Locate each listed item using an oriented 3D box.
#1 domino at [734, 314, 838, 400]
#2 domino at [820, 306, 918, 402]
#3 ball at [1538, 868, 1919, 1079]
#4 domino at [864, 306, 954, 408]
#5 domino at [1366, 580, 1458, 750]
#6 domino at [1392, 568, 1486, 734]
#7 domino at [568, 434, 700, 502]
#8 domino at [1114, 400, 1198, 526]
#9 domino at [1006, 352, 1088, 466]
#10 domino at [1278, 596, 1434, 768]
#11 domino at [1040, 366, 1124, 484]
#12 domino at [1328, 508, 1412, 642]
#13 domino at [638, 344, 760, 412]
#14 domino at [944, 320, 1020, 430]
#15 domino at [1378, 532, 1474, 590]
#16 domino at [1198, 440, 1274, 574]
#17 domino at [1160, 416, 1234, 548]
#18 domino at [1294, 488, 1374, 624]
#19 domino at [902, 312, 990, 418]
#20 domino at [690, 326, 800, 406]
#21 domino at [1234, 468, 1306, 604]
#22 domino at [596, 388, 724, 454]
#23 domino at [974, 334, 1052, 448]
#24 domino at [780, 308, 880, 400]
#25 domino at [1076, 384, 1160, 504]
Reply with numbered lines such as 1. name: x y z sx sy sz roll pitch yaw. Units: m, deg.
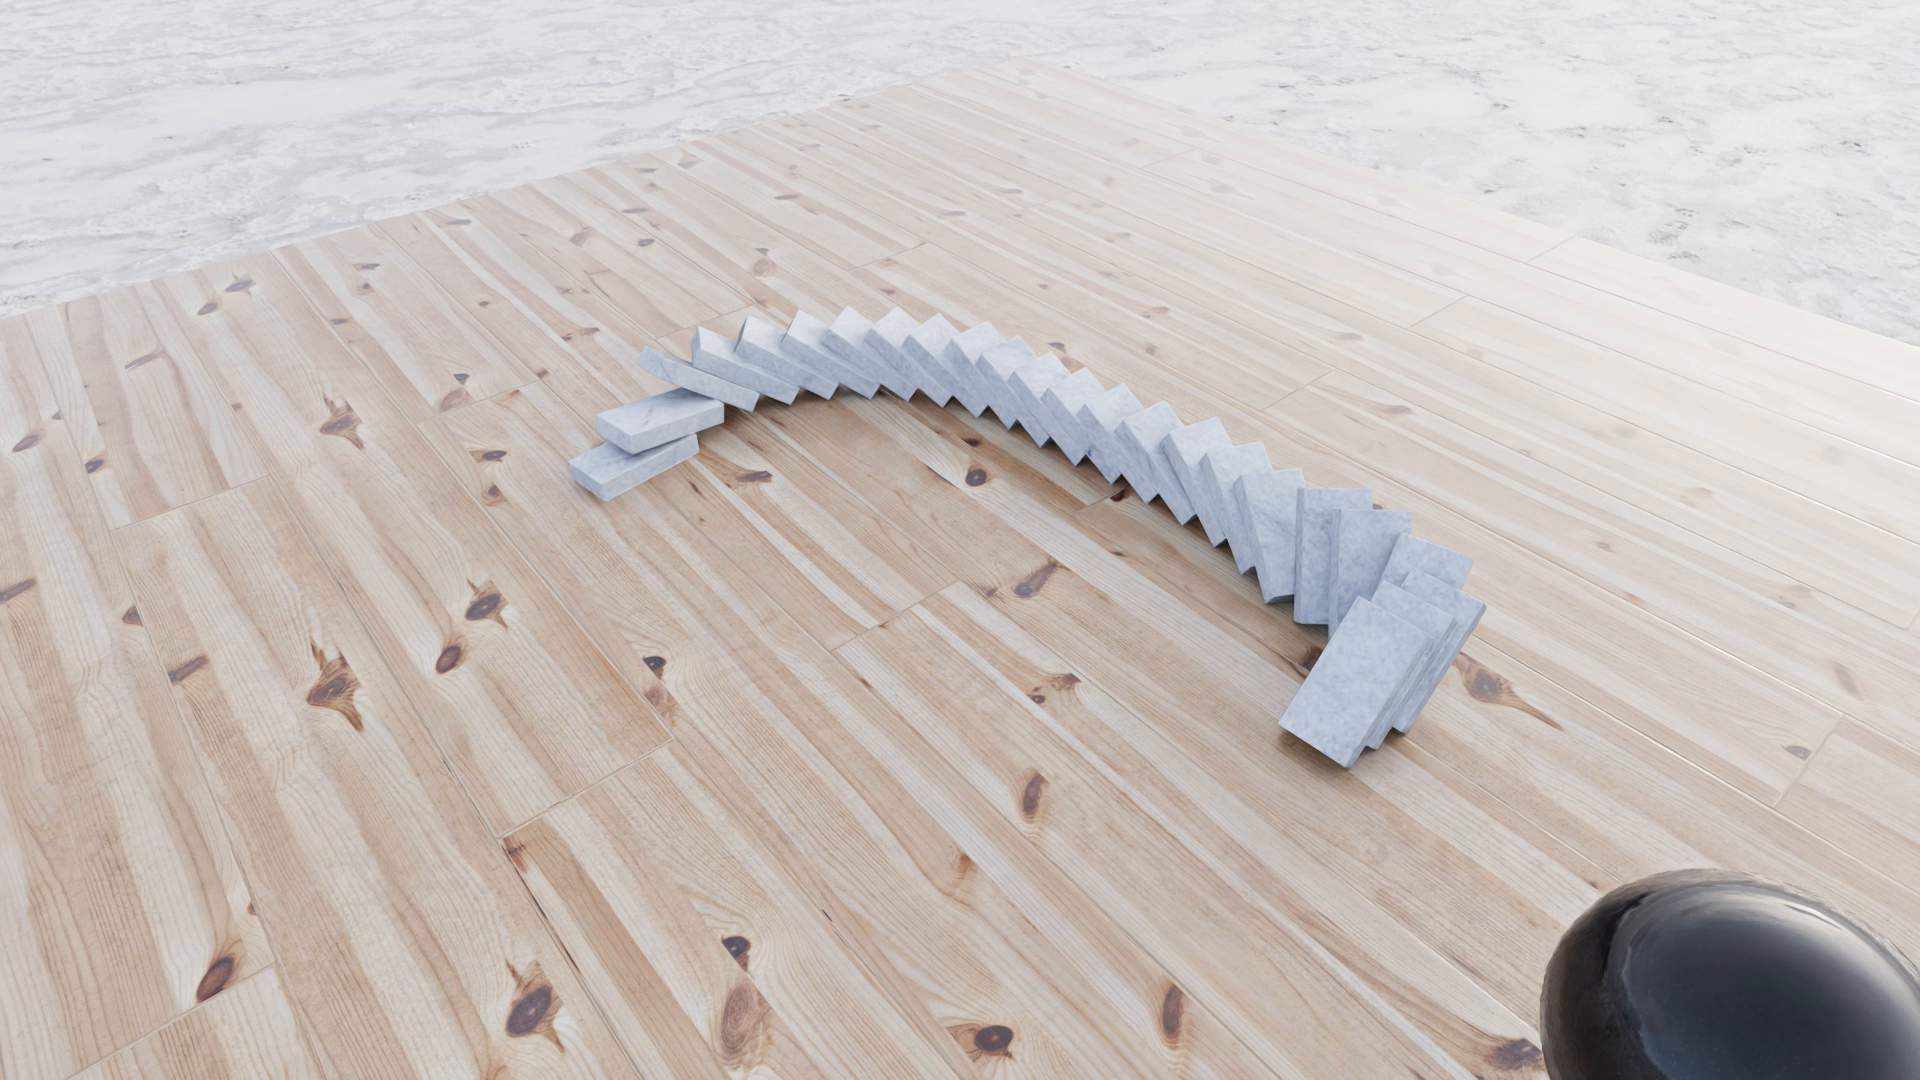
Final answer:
1. domino: -0.083 -0.088 0.531 0.050 0.009 0.025 25 32 -20
2. domino: -0.040 -0.091 0.535 0.050 0.010 0.025 33 41 -9
3. ball: 0.175 0.115 0.247 0.080 0.080 0.080 0 39 0
4. domino: -0.020 -0.089 0.533 0.050 0.010 0.025 40 46 -1
5. domino: 0.140 0.042 0.367 0.025 0.050 0.009 34 6 34
6. domino: 0.152 0.037 0.372 0.025 0.050 0.009 34 6 34
7. domino: -0.144 -0.037 0.489 0.025 0.009 0.050 30 48 31
8. domino: 0.090 -0.033 0.466 0.025 0.010 0.050 -26 75 -28
9. domino: 0.047 -0.060 0.498 0.025 0.010 0.050 -32 78 -33
10. domino: 0.129 0.046 0.361 0.025 0.050 0.010 34 6 34
11. domino: 0.061 -0.051 0.488 0.025 0.010 0.050 -32 78 -33
12. domino: 0.148 0.014 0.398 0.025 0.050 0.010 2 1 2
13. domino: -0.121 -0.074 0.509 0.050 0.009 0.025 17 11 -42
14. domino: 0.018 -0.078 0.520 0.025 0.009 0.050 -31 78 -34
15. domino: 0.157 0.025 0.385 0.025 0.050 0.010 23 2 20
16. domino: 0.117 -0.013 0.440 0.025 0.009 0.050 -12 72 -14
17. domino: 0.106 -0.024 0.454 0.025 0.009 0.050 -18 74 -21
18. domino: 0.138 0.006 0.408 0.025 0.050 0.009 1 1 1
19. domino: -0.001 -0.084 0.527 0.050 0.010 0.025 44 49 2
20. domino: -0.102 -0.083 0.524 0.050 0.009 0.025 20 27 -28
21. domino: 0.125 -0.002 0.426 0.025 0.010 0.050 -7 71 -9
22. domino: -0.134 -0.055 0.493 0.025 0.010 0.050 29 38 30
23. domino: 0.032 -0.069 0.509 0.025 0.009 0.050 -32 79 -33
24. domino: -0.061 -0.090 0.535 0.050 0.010 0.025 28 38 -14
25. domino: 0.076 -0.042 0.477 0.025 0.010 0.050 -30 76 -31
